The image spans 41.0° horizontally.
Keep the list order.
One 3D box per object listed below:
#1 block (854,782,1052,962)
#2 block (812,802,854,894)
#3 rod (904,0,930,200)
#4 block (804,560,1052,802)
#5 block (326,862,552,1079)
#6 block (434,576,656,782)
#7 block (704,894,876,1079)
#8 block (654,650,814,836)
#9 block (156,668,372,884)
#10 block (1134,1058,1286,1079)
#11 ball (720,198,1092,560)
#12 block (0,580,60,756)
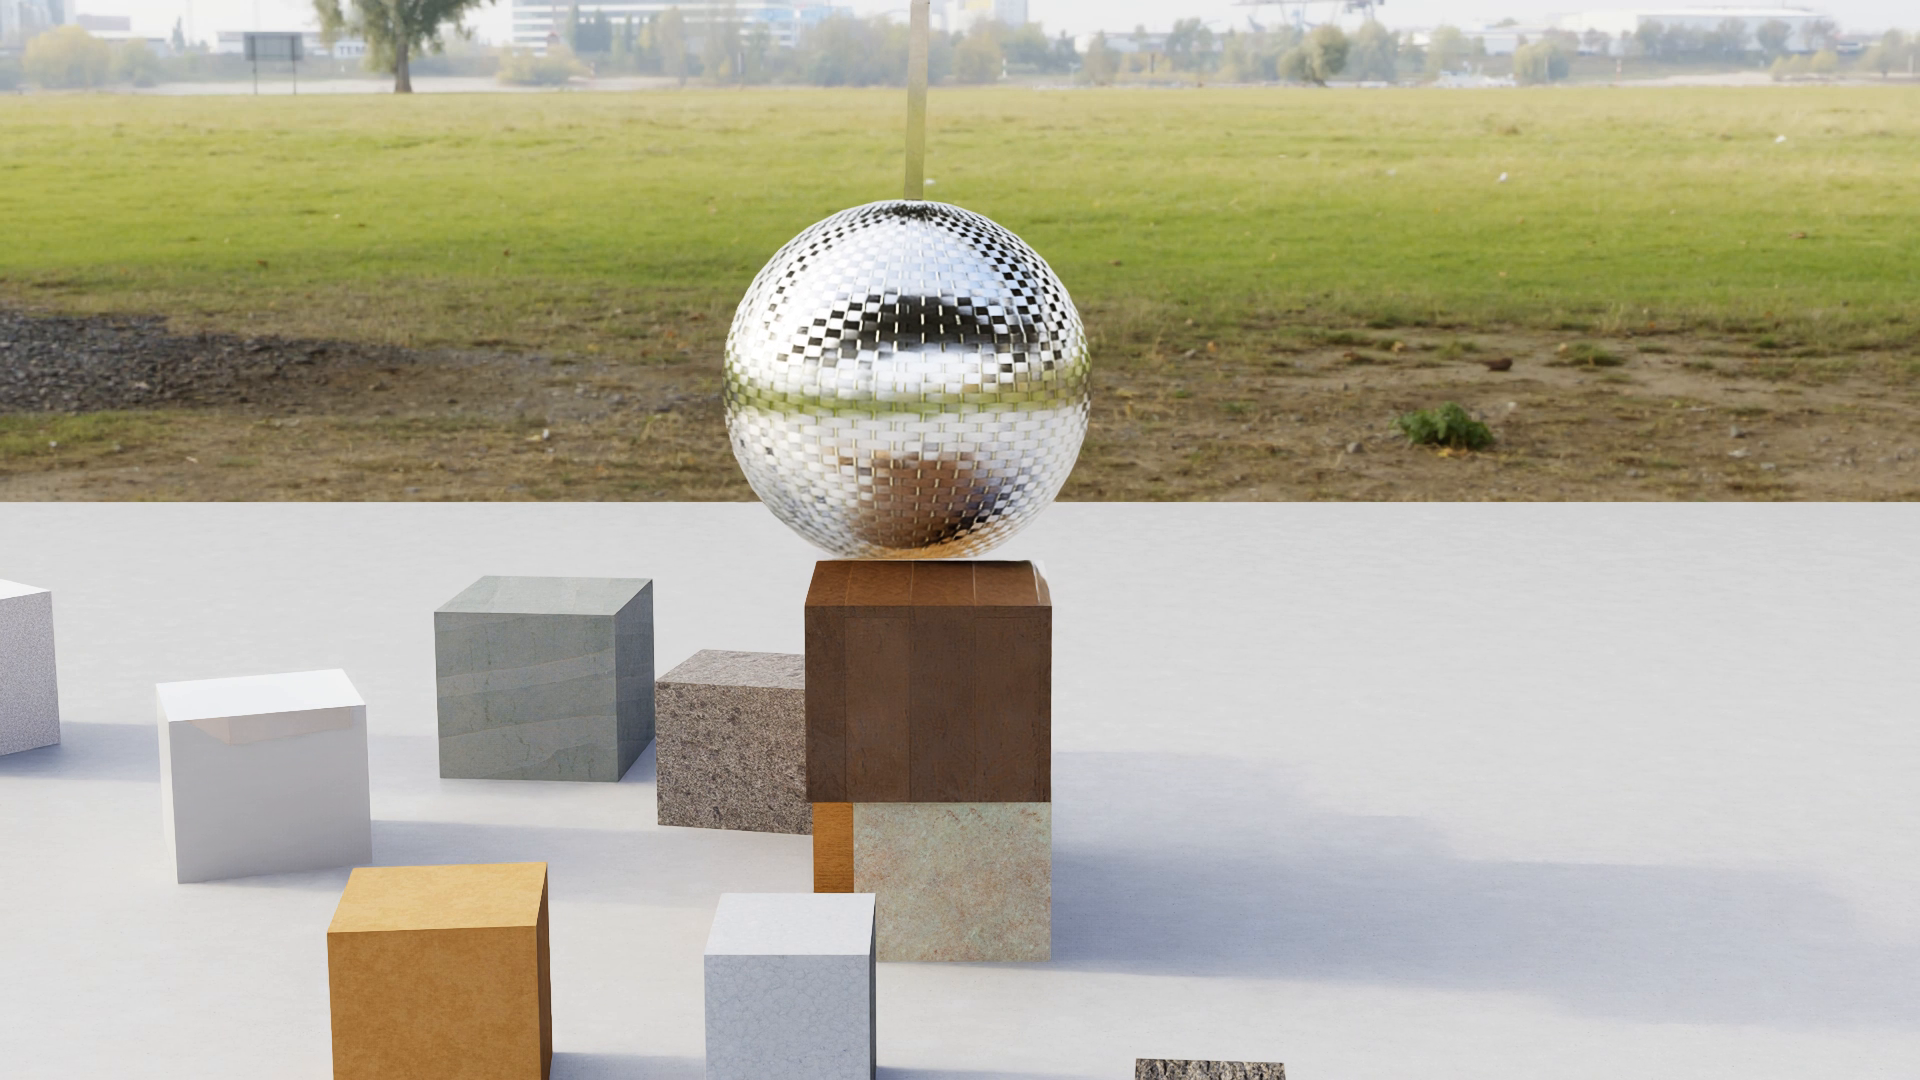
[{"bbox_3d":[-0.030,1.266,10.586,0.786,0.722,0.755,0,10,0],"label":"block"},{"bbox_3d":[-0.212,1.023,11.412,0.840,0.905,0.836,0,10,0],"label":"block"},{"bbox_3d":[-0.099,-4.006,10.452,0.080,5.200,0.080,2,10,0],"label":"rod"},{"bbox_3d":[-0.123,0.551,10.324,0.947,0.779,0.926,0,10,0],"label":"block"},{"bbox_3d":[-1.784,1.576,8.894,0.682,0.716,0.703,-1,10,-6],"label":"block"},{"bbox_3d":[-2.130,0.703,13.297,0.914,0.859,0.941,1,10,5],"label":"block"},{"bbox_3d":[-0.572,1.625,8.828,0.545,0.644,0.644,0,10,0],"label":"block"},{"bbox_3d":[-0.929,0.962,12.321,0.870,0.699,0.700,2,11,13],"label":"block"},{"bbox_3d":[-3.177,1.059,11.689,0.844,0.735,0.754,-4,11,-21],"label":"block"},{"bbox_3d":[0.766,1.900,7.875,0.465,0.443,0.494,1,10,5],"label":"block"},{"bbox_3d":[-0.228,-0.663,11.060,1.600,1.600,1.600,0,10,0],"label":"ball"},{"bbox_3d":[-5.352,0.681,13.520,0.811,0.823,0.809,8,13,39],"label":"block"}]
